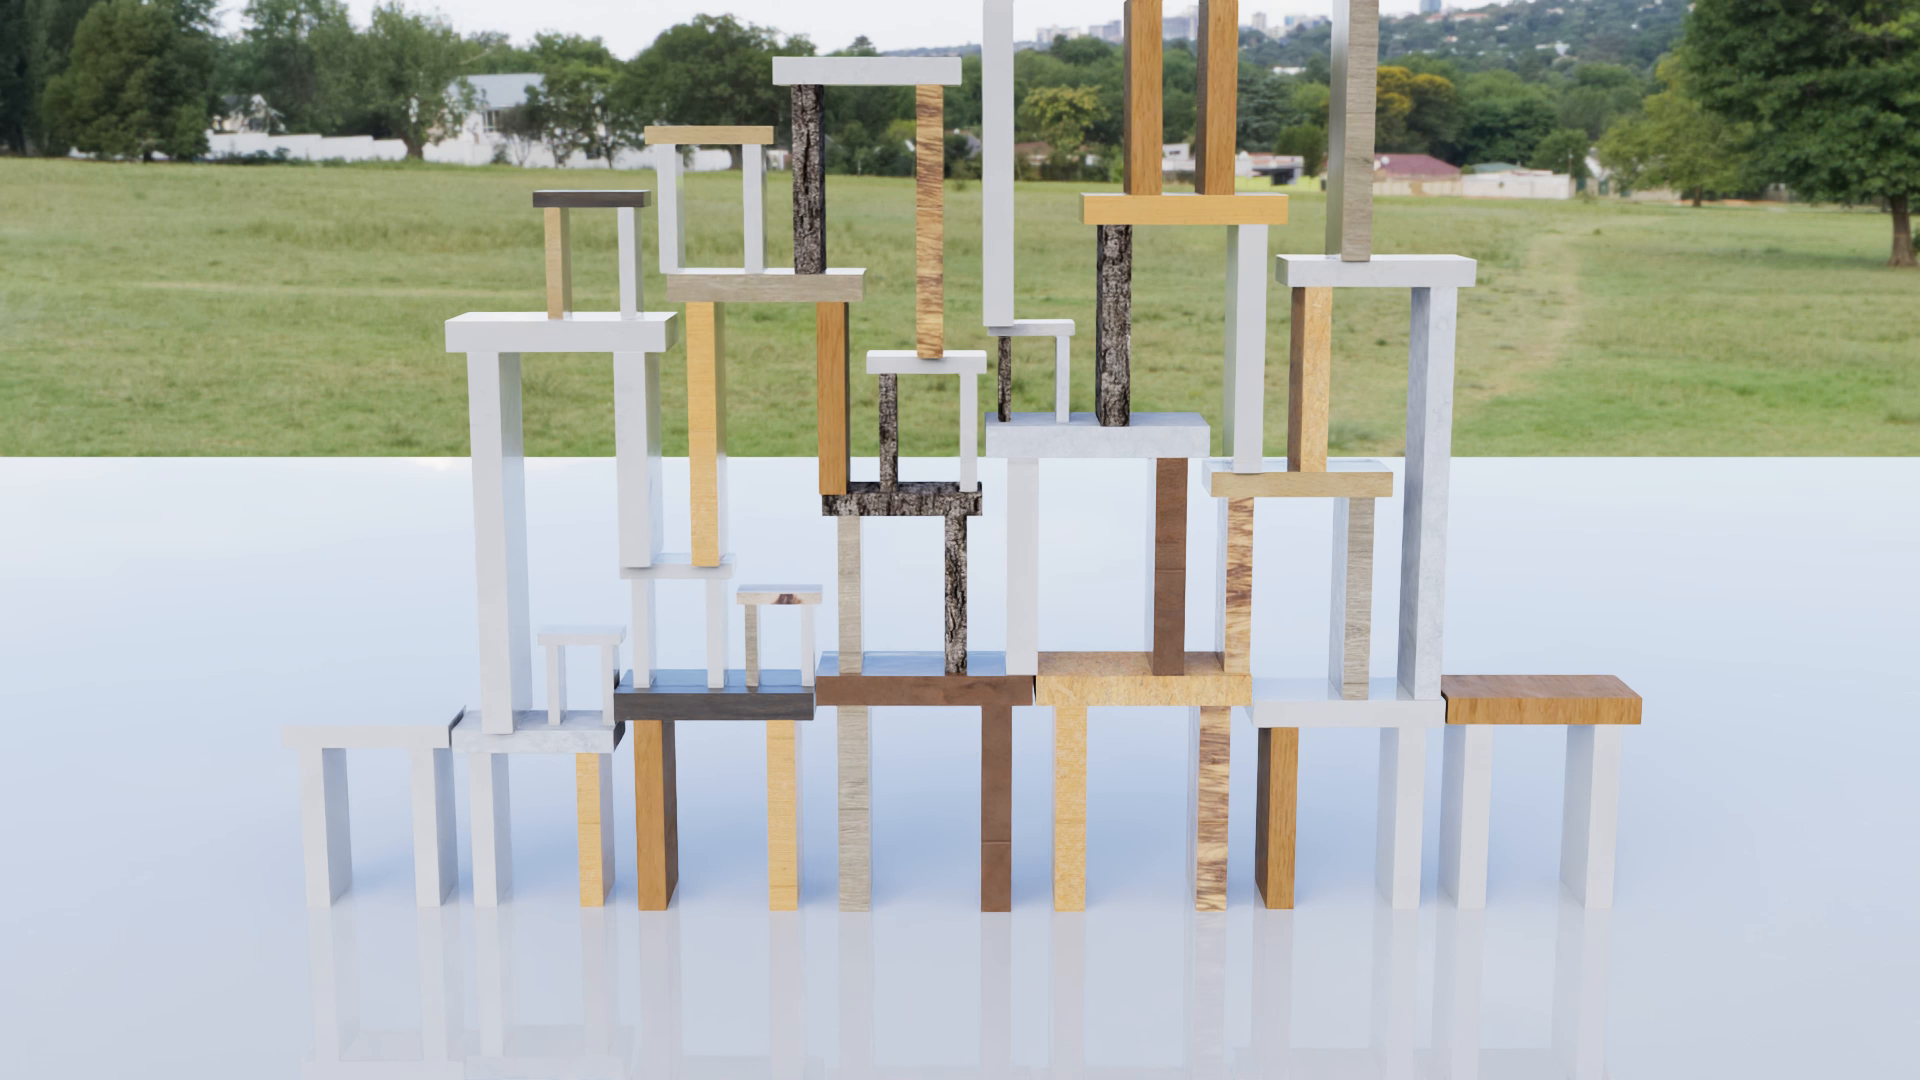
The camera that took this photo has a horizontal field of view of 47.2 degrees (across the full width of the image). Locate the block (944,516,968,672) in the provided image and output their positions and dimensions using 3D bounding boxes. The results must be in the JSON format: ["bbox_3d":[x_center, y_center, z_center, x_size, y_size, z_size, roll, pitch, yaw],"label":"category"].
[{"bbox_3d":[-0.006,0.076,3.572,0.036,0.255,0.127,0,11,0],"label":"block"}]

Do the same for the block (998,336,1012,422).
[{"bbox_3d":[0.071,-0.261,3.511,0.020,0.138,0.069,0,11,0],"label":"block"}]

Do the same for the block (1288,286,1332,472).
[{"bbox_3d":[0.558,-0.264,3.513,0.041,0.291,0.145,0,11,0],"label":"block"}]

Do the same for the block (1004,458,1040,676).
[{"bbox_3d":[0.099,0.028,3.569,0.050,0.351,0.176,0,11,0],"label":"block"}]

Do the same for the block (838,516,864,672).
[{"bbox_3d":[-0.176,0.076,3.572,0.036,0.255,0.127,0,11,0],"label":"block"}]

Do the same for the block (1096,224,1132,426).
[{"bbox_3d":[0.243,-0.346,3.491,0.044,0.313,0.157,0,10,0],"label":"block"}]

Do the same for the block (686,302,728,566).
[{"bbox_3d":[-0.404,-0.178,3.530,0.043,0.418,0.152,0,11,0],"label":"block"}]

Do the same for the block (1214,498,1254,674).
[{"bbox_3d":[0.445,0.061,3.573,0.041,0.287,0.144,0,11,0],"label":"block"}]

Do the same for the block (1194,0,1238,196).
[{"bbox_3d":[0.399,-0.700,3.427,0.045,0.317,0.158,0,11,0],"label":"block"}]

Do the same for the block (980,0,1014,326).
[{"bbox_3d":[0.058,-0.609,3.442,0.047,0.533,0.166,0,11,0],"label":"block"}]

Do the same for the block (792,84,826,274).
[{"bbox_3d":[-0.237,-0.567,3.456,0.041,0.288,0.144,0,11,0],"label":"block"}]

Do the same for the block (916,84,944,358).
[{"bbox_3d":[-0.046,-0.503,3.468,0.041,0.418,0.144,0,11,1],"label":"block"}]

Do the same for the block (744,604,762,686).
[{"bbox_3d":[-0.337,0.164,3.586,0.019,0.136,0.068,0,11,0],"label":"block"}]

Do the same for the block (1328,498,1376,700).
[{"bbox_3d":[0.636,0.082,3.577,0.041,0.330,0.144,0,11,0],"label":"block"}]

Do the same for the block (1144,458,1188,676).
[{"bbox_3d":[0.333,0.028,3.569,0.050,0.352,0.175,0,11,0],"label":"block"}]

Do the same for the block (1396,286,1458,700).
[{"bbox_3d":[0.751,-0.081,3.545,0.041,0.662,0.145,0,11,0],"label":"block"}]

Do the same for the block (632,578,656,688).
[{"bbox_3d":[-0.514,0.143,3.582,0.025,0.180,0.090,0,11,0],"label":"block"}]

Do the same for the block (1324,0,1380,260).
[{"bbox_3d":[0.612,-0.651,3.437,0.045,0.416,0.158,0,11,0],"label":"block"}]

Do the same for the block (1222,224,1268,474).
[{"bbox_3d":[0.452,-0.310,3.497,0.044,0.387,0.157,0,11,0],"label":"block"}]

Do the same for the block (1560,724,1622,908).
[{"bbox_3d":[1.044,0.436,3.645,0.044,0.311,0.156,0,11,0],"label":"block"}]

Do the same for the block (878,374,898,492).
[{"bbox_3d":[-0.114,-0.178,3.527,0.027,0.189,0.094,0,11,0],"label":"block"}]

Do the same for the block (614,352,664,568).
[{"bbox_3d":[-0.516,-0.140,3.539,0.048,0.341,0.171,0,11,0],"label":"block"}]

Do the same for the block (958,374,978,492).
[{"bbox_3d":[0.012,-0.178,3.530,0.027,0.189,0.095,0,11,-2],"label":"block"}]

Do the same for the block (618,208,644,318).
[{"bbox_3d":[-0.521,-0.440,3.481,0.024,0.173,0.086,0,11,0],"label":"block"}]

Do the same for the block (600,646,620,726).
[{"bbox_3d":[-0.572,0.230,3.607,0.019,0.134,0.067,0,11,0],"label":"block"}]

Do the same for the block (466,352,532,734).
[{"bbox_3d":[-0.743,-0.006,3.563,0.048,0.614,0.171,0,11,0],"label":"block"}]

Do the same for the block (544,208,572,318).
[{"bbox_3d":[-0.636,-0.440,3.482,0.024,0.173,0.086,0,11,0],"label":"block"}]

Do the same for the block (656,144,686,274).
[{"bbox_3d":[-0.454,-0.522,3.461,0.028,0.198,0.099,0,11,0],"label":"block"}]

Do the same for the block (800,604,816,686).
[{"bbox_3d":[-0.247,0.164,3.586,0.019,0.136,0.068,0,11,0],"label":"block"}]

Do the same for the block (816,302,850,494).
[{"bbox_3d":[-0.202,-0.235,3.519,0.043,0.303,0.152,0,10,0],"label":"block"}]

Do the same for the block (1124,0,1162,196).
[{"bbox_3d":[0.284,-0.708,3.427,0.047,0.333,0.167,-1,11,0],"label":"block"}]

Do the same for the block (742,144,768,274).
[{"bbox_3d":[-0.322,-0.523,3.462,0.028,0.198,0.099,0,11,0],"label":"block"}]

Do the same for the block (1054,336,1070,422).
[{"bbox_3d":[0.163,-0.261,3.511,0.020,0.138,0.069,0,11,0],"label":"block"}]

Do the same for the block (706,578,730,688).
[{"bbox_3d":[-0.395,0.143,3.582,0.026,0.180,0.090,0,11,0],"label":"block"}]

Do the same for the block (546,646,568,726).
[{"bbox_3d":[-0.662,0.230,3.607,0.019,0.134,0.067,0,11,0],"label":"block"}]
